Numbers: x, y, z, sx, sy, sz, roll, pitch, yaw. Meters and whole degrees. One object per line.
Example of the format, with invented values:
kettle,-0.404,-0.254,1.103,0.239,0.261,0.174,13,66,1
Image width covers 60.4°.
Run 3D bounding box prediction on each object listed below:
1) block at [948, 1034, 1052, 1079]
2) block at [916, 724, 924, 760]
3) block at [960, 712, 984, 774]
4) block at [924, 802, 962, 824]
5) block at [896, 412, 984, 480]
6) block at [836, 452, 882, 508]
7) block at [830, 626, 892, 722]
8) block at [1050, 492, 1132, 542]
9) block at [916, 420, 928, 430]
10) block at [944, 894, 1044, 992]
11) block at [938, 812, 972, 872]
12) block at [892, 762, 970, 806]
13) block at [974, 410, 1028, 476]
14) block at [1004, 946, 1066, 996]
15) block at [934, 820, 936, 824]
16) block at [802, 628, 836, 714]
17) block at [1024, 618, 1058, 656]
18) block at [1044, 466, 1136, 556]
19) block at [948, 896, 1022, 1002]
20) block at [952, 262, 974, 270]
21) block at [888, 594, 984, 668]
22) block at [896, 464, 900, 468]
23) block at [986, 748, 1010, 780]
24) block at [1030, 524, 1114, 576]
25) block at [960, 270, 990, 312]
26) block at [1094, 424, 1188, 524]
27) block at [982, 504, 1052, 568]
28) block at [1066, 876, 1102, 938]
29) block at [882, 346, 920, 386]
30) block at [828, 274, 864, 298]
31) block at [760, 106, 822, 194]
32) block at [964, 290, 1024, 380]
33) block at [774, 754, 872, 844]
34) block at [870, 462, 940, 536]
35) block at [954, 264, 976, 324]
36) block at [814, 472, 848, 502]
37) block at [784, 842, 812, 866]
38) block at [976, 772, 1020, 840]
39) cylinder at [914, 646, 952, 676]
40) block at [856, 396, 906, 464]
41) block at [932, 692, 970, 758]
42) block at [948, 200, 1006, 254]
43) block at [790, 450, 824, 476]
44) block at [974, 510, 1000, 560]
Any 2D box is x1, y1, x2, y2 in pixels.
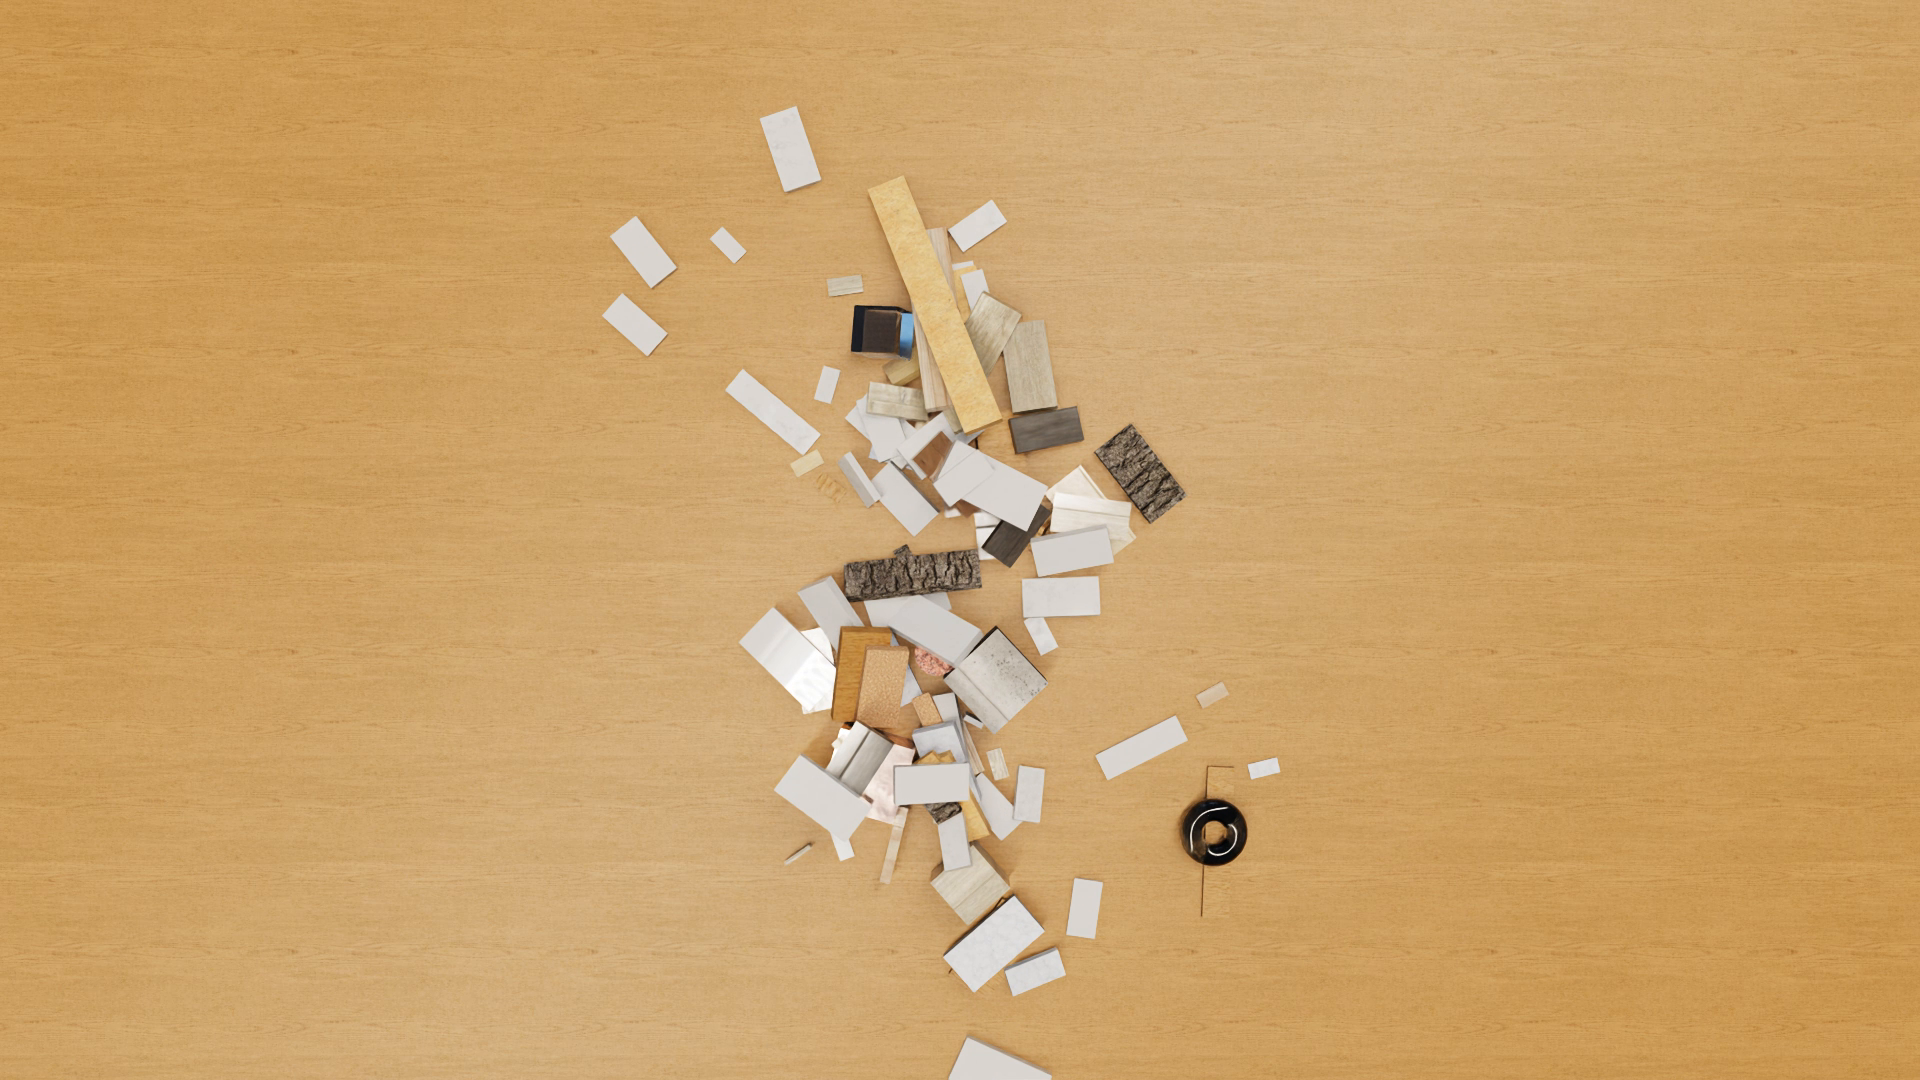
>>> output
block,0.133,1.780,5.478,0.308,0.044,0.154,24,90,0
block,-0.090,0.723,5.485,0.105,0.030,0.211,6,90,0
block,-0.008,0.684,5.455,0.105,0.030,0.211,-23,90,0
block,-0.083,0.822,5.315,0.092,0.026,0.184,-32,103,18
block,-0.064,-0.329,5.389,0.266,0.038,0.133,-39,94,-8
block,-0.334,-0.198,5.453,0.026,0.092,0.184,-34,90,-24
block,-0.325,0.439,5.398,0.162,0.046,0.323,2,112,-15
block,0.430,-0.076,5.439,0.254,0.036,0.127,8,90,0
block,-0.111,-0.371,5.489,0.075,0.021,0.149,6,90,0
block,0.112,1.327,5.435,0.308,0.044,0.154,-41,90,0
block,-0.017,0.976,5.328,0.089,0.025,0.177,-17,62,14
block,-0.092,0.775,5.257,0.241,0.034,0.121,-1,95,-15
block,0.137,-0.274,5.453,0.152,0.043,0.304,-7,85,-10
block,0.247,1.429,5.462,0.189,0.027,0.095,-20,102,-9
block,0.009,0.902,5.487,0.189,0.027,0.095,5,90,0
block,-0.481,0.431,5.481,0.134,0.038,0.267,-12,90,0
block,0.269,0.312,5.491,0.064,0.018,0.129,-27,90,0
block,0.432,-0.081,5.478,0.152,0.043,0.304,-38,90,0
block,0.114,1.358,5.478,0.154,0.044,0.308,35,90,0
block,0.014,-0.832,5.487,0.089,0.025,0.177,-10,90,0
block,-0.080,0.291,5.333,0.286,0.041,0.143,28,67,32
block,-0.154,-0.284,5.469,0.128,0.018,0.064,-14,89,6
block,0.126,0.746,5.493,0.050,0.014,0.100,-17,90,0
block,0.369,0.034,5.422,0.254,0.036,0.127,-11,115,7
block,0.059,-0.811,5.439,0.075,0.021,0.149,-17,90,0
block,0.599,-0.220,5.478,0.152,0.043,0.304,-38,90,0
block,0.186,-0.034,5.430,0.115,0.033,0.230,35,95,-17
block,0.414,1.223,5.487,0.095,0.027,0.189,8,90,0
block,-0.150,-0.587,5.457,0.202,0.029,0.101,-31,51,0
block,-0.382,-0.846,5.492,0.115,0.016,0.058,-8,90,0
block,-0.562,-1.295,5.482,0.128,0.036,0.257,-19,90,0
block,0.071,-0.653,5.426,0.149,0.042,0.298,29,111,0
block,-0.430,0.811,5.192,0.280,0.040,0.140,37,96,0
block,-0.188,-0.137,5.466,0.117,0.033,0.234,-44,90,18
block,0.030,-0.813,5.462,0.089,0.025,0.177,-14,90,0
block,-0.433,-0.175,5.493,0.105,0.015,0.053,37,90,0
block,-0.537,1.042,5.475,0.101,0.050,0.014,-35,90,0
block,0.104,0.880,5.458,0.105,0.030,0.211,-43,90,0
cylinder,-0.076,0.370,5.429,0.142,0.142,0.142,0,90,0
block,-0.251,-0.374,5.423,0.109,0.031,0.219,-21,84,5
block,-0.049,0.620,5.415,0.115,0.033,0.230,-11,93,12
block,0.058,-1.043,5.487,0.177,0.025,0.089,-35,90,0
block,-0.509,-0.255,5.493,0.103,0.015,0.051,-29,90,0
block,0.109,-0.054,5.484,0.115,0.033,0.230,-6,90,0
